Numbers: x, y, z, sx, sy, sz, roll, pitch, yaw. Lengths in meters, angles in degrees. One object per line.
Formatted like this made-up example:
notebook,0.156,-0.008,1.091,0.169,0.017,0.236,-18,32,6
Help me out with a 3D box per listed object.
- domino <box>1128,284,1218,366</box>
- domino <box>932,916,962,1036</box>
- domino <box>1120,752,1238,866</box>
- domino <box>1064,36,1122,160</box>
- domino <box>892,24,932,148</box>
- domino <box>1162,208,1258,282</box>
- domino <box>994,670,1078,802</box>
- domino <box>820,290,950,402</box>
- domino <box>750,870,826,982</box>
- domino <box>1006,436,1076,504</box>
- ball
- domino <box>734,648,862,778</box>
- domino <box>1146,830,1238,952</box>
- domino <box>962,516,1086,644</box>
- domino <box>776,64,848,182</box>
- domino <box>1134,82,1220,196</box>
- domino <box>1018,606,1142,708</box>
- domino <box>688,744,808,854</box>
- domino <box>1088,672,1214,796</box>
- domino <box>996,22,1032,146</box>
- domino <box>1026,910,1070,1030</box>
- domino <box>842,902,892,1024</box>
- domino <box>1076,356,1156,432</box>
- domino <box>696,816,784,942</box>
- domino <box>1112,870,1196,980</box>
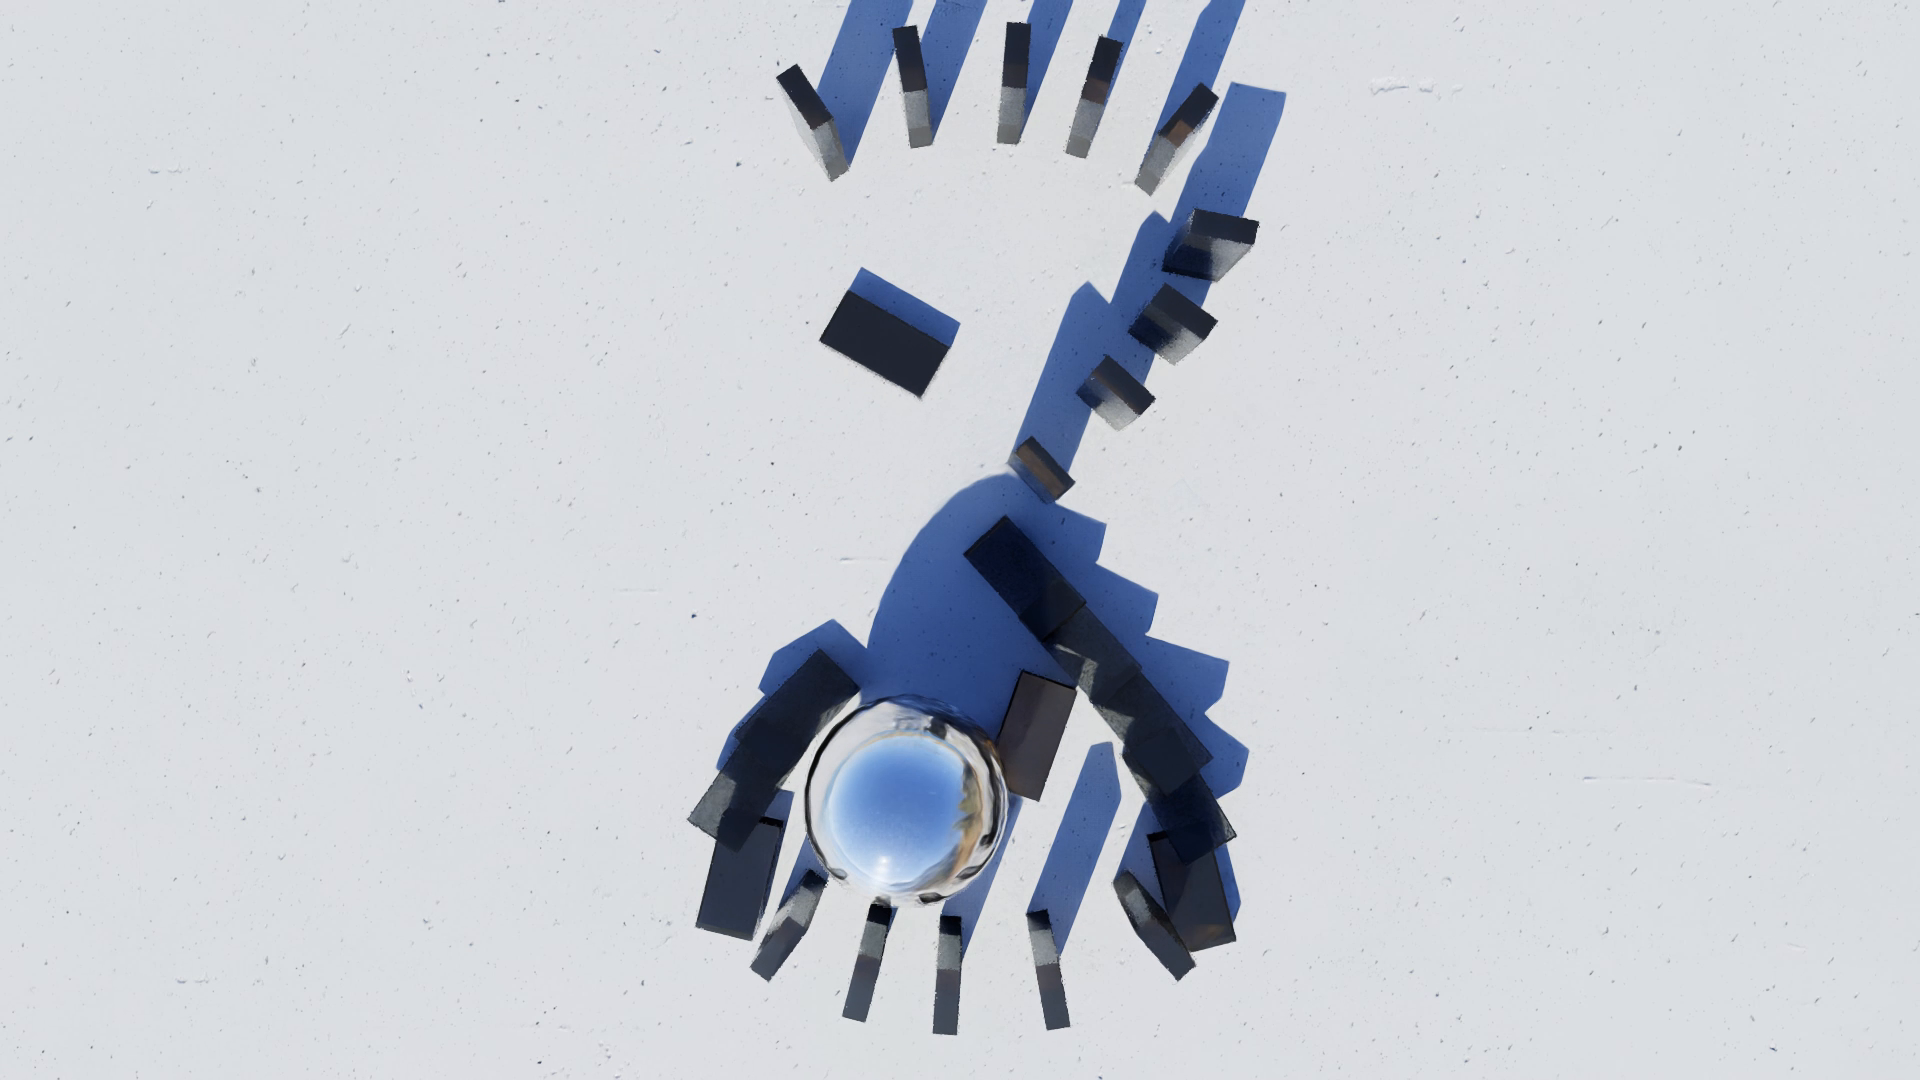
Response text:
domino,0.086,-0.087,0.375,0.025,0.050,0.009,36,90,0
domino,-0.005,0.177,0.375,0.010,0.050,0.025,4,90,0
domino,0.092,0.109,0.389,0.025,0.009,0.050,-30,76,0
domino,0.054,-0.179,0.375,0.009,0.050,0.025,17,90,0
domino,-0.019,-0.184,0.375,0.010,0.050,0.025,-10,90,0
domino,0.101,-0.120,0.375,0.025,0.050,0.010,11,90,0
domino,0.030,0.084,0.395,0.025,0.010,0.050,19,90,0
domino,-0.032,-0.084,0.395,0.050,0.009,0.025,30,90,0
domino,-0.069,0.156,0.375,0.009,0.050,0.025,37,90,0
domino,0.032,-0.028,0.375,0.009,0.050,0.025,-43,90,0
ball,-0.021,0.101,0.360,0.080,0.080,0.080,0,90,0
domino,-0.069,0.073,0.389,0.025,0.009,0.050,44,75,1
domino,0.100,0.150,0.395,0.025,0.009,0.050,-14,90,0
domino,0.027,0.016,0.389,0.025,0.009,0.050,-42,75,0
domino,-0.059,-0.169,0.375,0.009,0.050,0.025,-34,90,0
domino,0.088,-0.162,0.375,0.009,0.050,0.025,40,90,0
domino,0.051,0.044,0.390,0.025,0.009,0.050,-42,77,0
domino,-0.090,0.103,0.389,0.025,0.009,0.050,34,75,0
domino,0.080,0.080,0.387,0.025,0.009,0.050,-39,71,-1
domino,0.022,-0.185,0.375,0.009,0.050,0.025,4,90,0
domino,0.036,0.174,0.375,0.010,0.050,0.025,-10,90,0
domino,-0.037,0.171,0.375,0.010,0.050,0.025,15,90,0
domino,0.063,-0.059,0.375,0.025,0.050,0.010,42,90,0
domino,-0.095,0.144,0.395,0.025,0.010,0.050,14,90,0
domino,0.078,0.156,0.375,0.009,0.050,0.025,-41,90,-1
